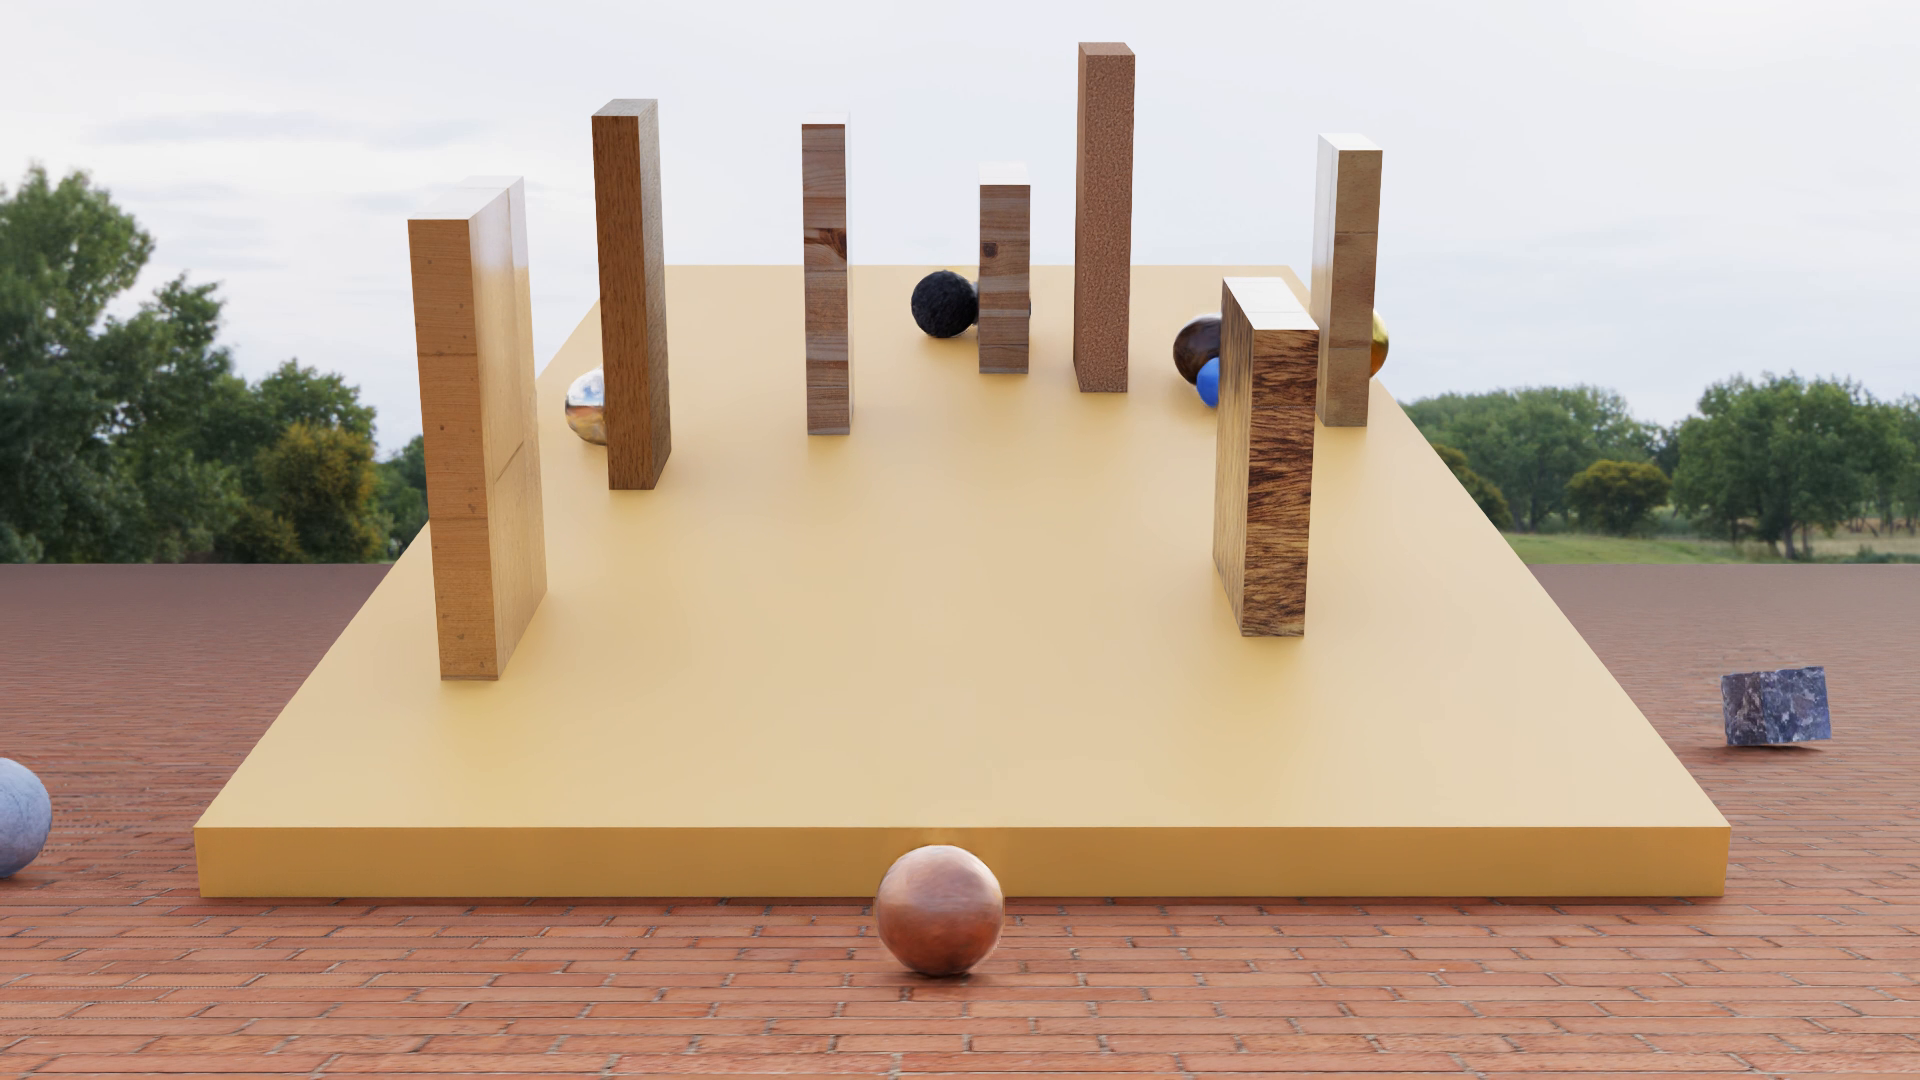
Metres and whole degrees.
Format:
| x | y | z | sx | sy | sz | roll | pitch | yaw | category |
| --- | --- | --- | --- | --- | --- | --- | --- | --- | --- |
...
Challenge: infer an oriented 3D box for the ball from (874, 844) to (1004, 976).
| x | y | z | sx | sy | sz | roll | pitch | yaw | category |
| --- | --- | --- | --- | --- | --- | --- | --- | --- | --- |
| -0.022 | 0.395 | 2.382 | 0.138 | 0.138 | 0.138 | 0 | 0 | 0 | ball |

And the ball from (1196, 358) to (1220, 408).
| x | y | z | sx | sy | sz | roll | pitch | yaw | category |
| --- | --- | --- | --- | --- | --- | --- | --- | --- | --- |
| 0.590 | -0.353 | 5.012 | 0.117 | 0.117 | 0.117 | 0 | 0 | 0 | ball |

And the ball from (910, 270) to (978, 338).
| x | y | z | sx | sy | sz | roll | pitch | yaw | category |
| --- | --- | --- | --- | --- | --- | --- | --- | --- | --- |
| -0.041 | -0.606 | 5.721 | 0.172 | 0.172 | 0.172 | 0 | 0 | 0 | ball |

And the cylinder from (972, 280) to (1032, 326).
| x | y | z | sx | sy | sz | roll | pitch | yaw | category |
| --- | --- | --- | --- | --- | --- | --- | --- | --- | --- |
| 0.096 | -0.606 | 5.792 | 0.130 | 0.130 | 0.130 | 0 | 15 | -30 | cylinder |

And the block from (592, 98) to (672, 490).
| x | y | z | sx | sy | sz | roll | pitch | yaw | category |
| --- | --- | --- | --- | --- | --- | --- | --- | --- | --- |
| -0.648 | -0.491 | 4.426 | 0.088 | 0.729 | 0.294 | 0 | 17 | 0 | block |

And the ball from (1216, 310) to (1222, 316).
| x | y | z | sx | sy | sz | roll | pitch | yaw | category |
| --- | --- | --- | --- | --- | --- | --- | --- | --- | --- |
| 0.654 | -0.480 | 5.350 | 0.155 | 0.155 | 0.155 | 0 | 0 | 0 | ball |

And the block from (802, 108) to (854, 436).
| x | y | z | sx | sy | sz | roll | pitch | yaw | category |
| --- | --- | --- | --- | --- | --- | --- | --- | --- | --- |
| -0.283 | -0.585 | 4.833 | 0.091 | 0.664 | 0.280 | 0 | 17 | 0 | block |

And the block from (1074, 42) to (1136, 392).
| x | y | z | sx | sy | sz | roll | pitch | yaw | category |
| --- | --- | --- | --- | --- | --- | --- | --- | --- | --- |
| 0.334 | -0.758 | 5.213 | 0.109 | 0.768 | 0.328 | 0 | 17 | 0 | block |

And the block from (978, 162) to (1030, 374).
| x | y | z | sx | sy | sz | roll | pitch | yaw | category |
| --- | --- | --- | --- | --- | --- | --- | --- | --- | --- |
| 0.105 | -0.674 | 5.469 | 0.119 | 0.453 | 0.388 | 0 | 17 | 0 | block |

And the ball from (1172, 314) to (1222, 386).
| x | y | z | sx | sy | sz | roll | pitch | yaw | category |
| --- | --- | --- | --- | --- | --- | --- | --- | --- | --- |
| 0.583 | -0.439 | 5.192 | 0.173 | 0.173 | 0.173 | 0 | 0 | 0 | ball |

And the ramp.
| x | y | z | sx | sy | sz | roll | pitch | yaw | category |
| --- | --- | --- | --- | --- | --- | --- | --- | --- | --- |
| -0.003 | -0.180 | 4.821 | 2.000 | 0.100 | 4.000 | 0 | 17 | 0 | ramp |

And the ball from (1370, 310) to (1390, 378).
| x | y | z | sx | sy | sz | roll | pitch | yaw | category |
| --- | --- | --- | --- | --- | --- | --- | --- | --- | --- |
| 0.899 | -0.459 | 5.205 | 0.205 | 0.205 | 0.205 | 0 | 0 | 0 | ball |

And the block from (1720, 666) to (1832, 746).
| x | y | z | sx | sy | sz | roll | pitch | yaw | category |
| --- | --- | --- | --- | --- | --- | --- | --- | --- | --- |
| 1.909 | 0.390 | 5.220 | 0.166 | 0.166 | 0.166 | -3 | -6 | -14 | block |

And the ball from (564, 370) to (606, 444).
| x | y | z | sx | sy | sz | roll | pitch | yaw | category |
| --- | --- | --- | --- | --- | --- | --- | --- | --- | --- |
| -0.755 | -0.280 | 4.705 | 0.159 | 0.159 | 0.159 | 0 | 0 | 0 | ball |

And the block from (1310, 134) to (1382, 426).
| x | y | z | sx | sy | sz | roll | pitch | yaw | category |
| --- | --- | --- | --- | --- | --- | --- | --- | --- | --- |
| 0.843 | -0.576 | 4.914 | 0.093 | 0.601 | 0.277 | 0 | 17 | 0 | block |

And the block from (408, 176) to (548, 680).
| x | y | z | sx | sy | sz | roll | pitch | yaw | category |
| --- | --- | --- | --- | --- | --- | --- | --- | --- | --- |
| -0.748 | -0.187 | 3.499 | 0.087 | 0.706 | 0.432 | 0 | 17 | 0 | block |

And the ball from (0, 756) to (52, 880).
| x | y | z | sx | sy | sz | roll | pitch | yaw | category |
| --- | --- | --- | --- | --- | --- | --- | --- | --- | --- |
| -1.342 | 0.383 | 3.067 | 0.173 | 0.173 | 0.173 | 0 | 0 | 0 | ball |

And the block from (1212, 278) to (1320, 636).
| x | y | z | sx | sy | sz | roll | pitch | yaw | category |
| --- | --- | --- | --- | --- | --- | --- | --- | --- | --- |
| 0.504 | -0.149 | 3.719 | 0.100 | 0.504 | 0.427 | 0 | 17 | 0 | block |

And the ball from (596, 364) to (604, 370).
| x | y | z | sx | sy | sz | roll | pitch | yaw | category |
| --- | --- | --- | --- | --- | --- | --- | --- | --- | --- |
| -0.734 | -0.324 | 4.850 | 0.147 | 0.147 | 0.147 | 0 | 0 | 0 | ball |
